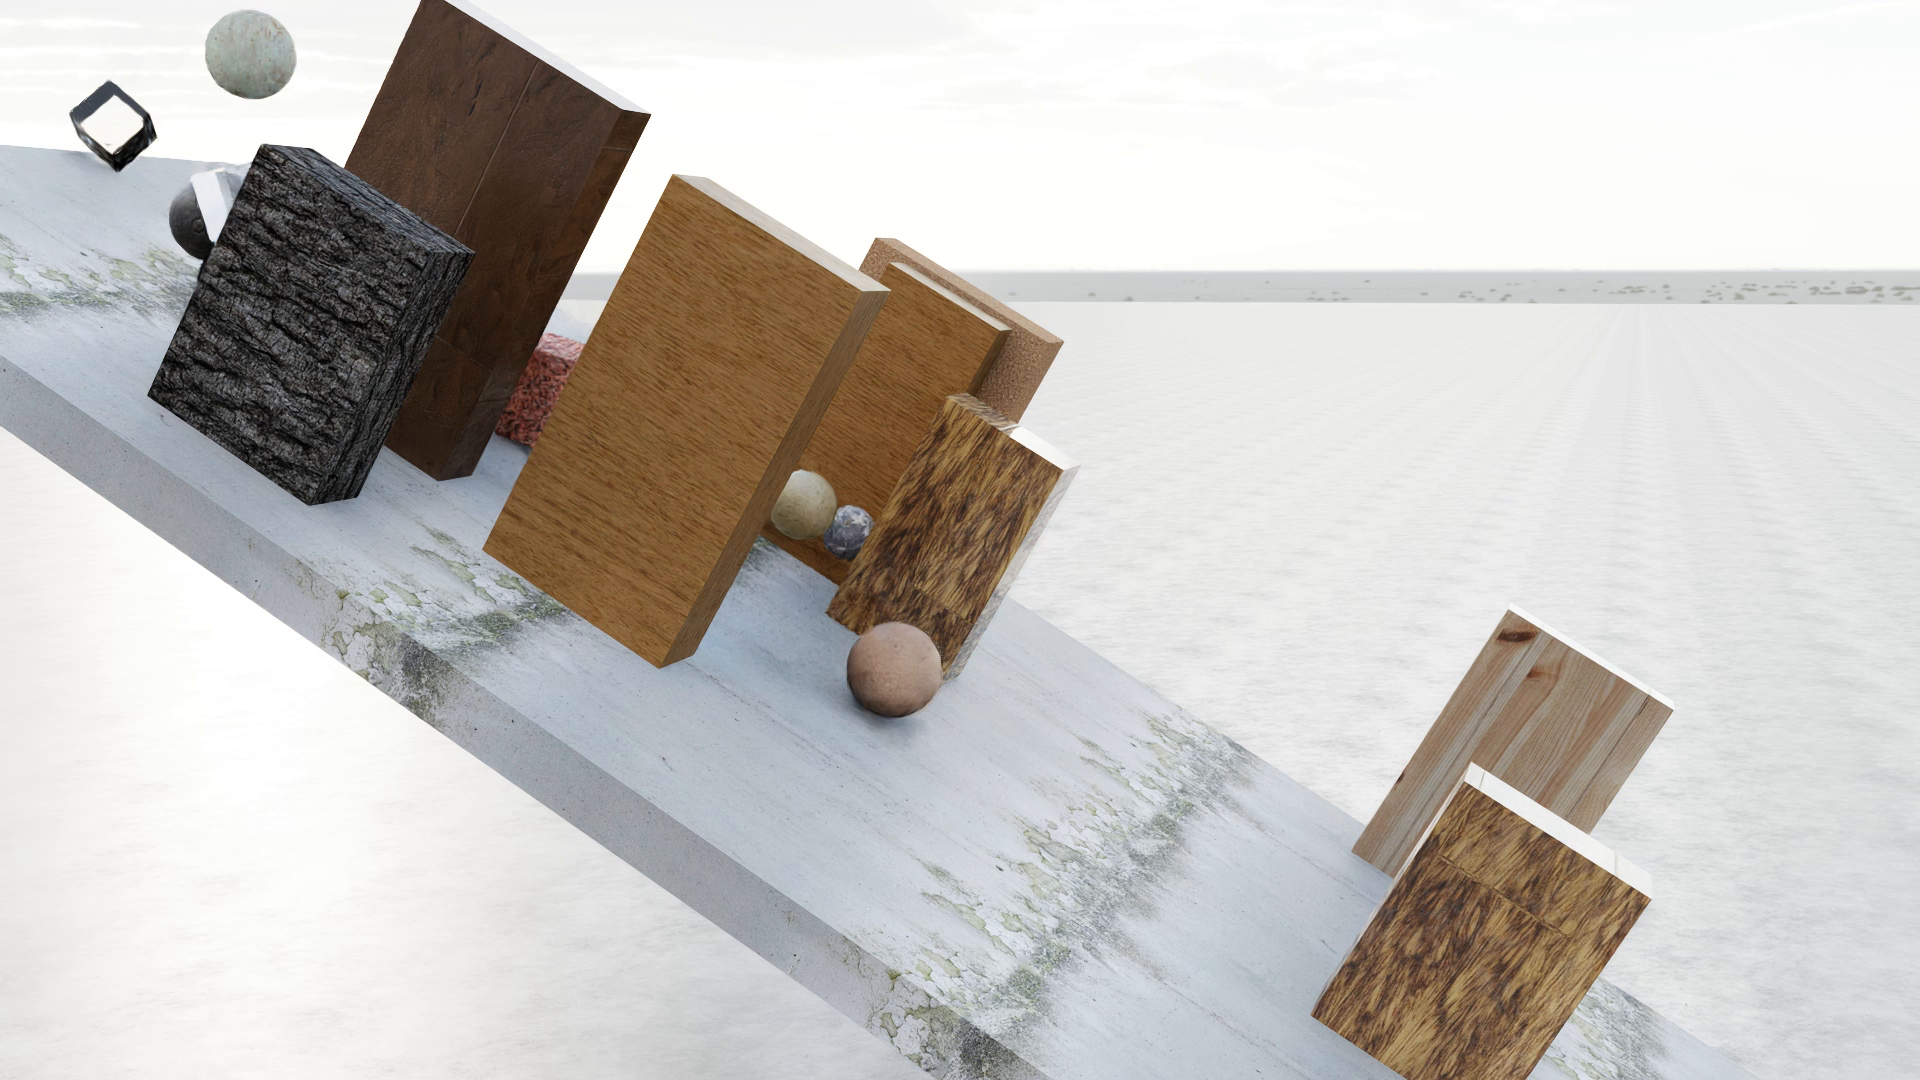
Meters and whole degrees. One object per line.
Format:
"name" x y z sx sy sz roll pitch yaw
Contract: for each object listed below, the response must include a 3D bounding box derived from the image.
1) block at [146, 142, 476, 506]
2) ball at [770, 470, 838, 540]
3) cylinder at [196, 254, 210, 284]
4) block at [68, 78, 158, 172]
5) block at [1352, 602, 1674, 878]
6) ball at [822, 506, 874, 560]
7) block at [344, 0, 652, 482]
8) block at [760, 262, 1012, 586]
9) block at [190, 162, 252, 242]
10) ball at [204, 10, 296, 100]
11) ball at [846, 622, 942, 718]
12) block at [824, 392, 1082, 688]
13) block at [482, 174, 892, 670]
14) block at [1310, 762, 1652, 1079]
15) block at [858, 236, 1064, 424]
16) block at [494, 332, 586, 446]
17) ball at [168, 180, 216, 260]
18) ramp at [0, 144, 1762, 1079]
"block" -1.043 -0.345 3.530 0.340 0.461 0.140 33 15 11
"ball" -0.302 -0.067 4.233 0.134 0.134 0.134 0 7 0
"cylinder" -1.269 -0.464 4.049 0.184 0.184 0.184 3 19 26
"block" -1.727 -0.845 4.486 0.110 0.110 0.110 40 -21 3
"block" 1.147 0.496 4.589 0.382 0.617 0.092 33 15 11
"ball" -0.218 -0.013 4.352 0.108 0.108 0.108 0 7 0
"block" -0.900 -0.531 3.878 0.422 0.737 0.118 33 15 11
"block" -0.167 -0.226 4.484 0.266 0.624 0.093 33 15 11
"block" -1.281 -0.614 3.950 0.122 0.122 0.122 0 19 44
"ball" -1.433 -0.980 4.442 0.179 0.179 0.179 0 7 0
"ball" -0.118 0.232 3.939 0.172 0.172 0.172 0 7 0
"block" -0.014 -0.002 4.279 0.269 0.495 0.140 33 15 11
"block" -0.457 -0.195 3.635 0.372 0.716 0.140 33 15 11
"block" 0.873 0.682 3.695 0.346 0.487 0.149 33 15 11
"block" -0.131 -0.249 4.609 0.426 0.635 0.129 33 15 11
"block" -0.773 -0.281 4.312 0.186 0.186 0.186 19 14 5
"ball" -1.380 -0.594 4.070 0.161 0.161 0.161 0 7 0
"ramp" -0.183 0.301 4.127 4.000 0.100 2.000 33 15 11
